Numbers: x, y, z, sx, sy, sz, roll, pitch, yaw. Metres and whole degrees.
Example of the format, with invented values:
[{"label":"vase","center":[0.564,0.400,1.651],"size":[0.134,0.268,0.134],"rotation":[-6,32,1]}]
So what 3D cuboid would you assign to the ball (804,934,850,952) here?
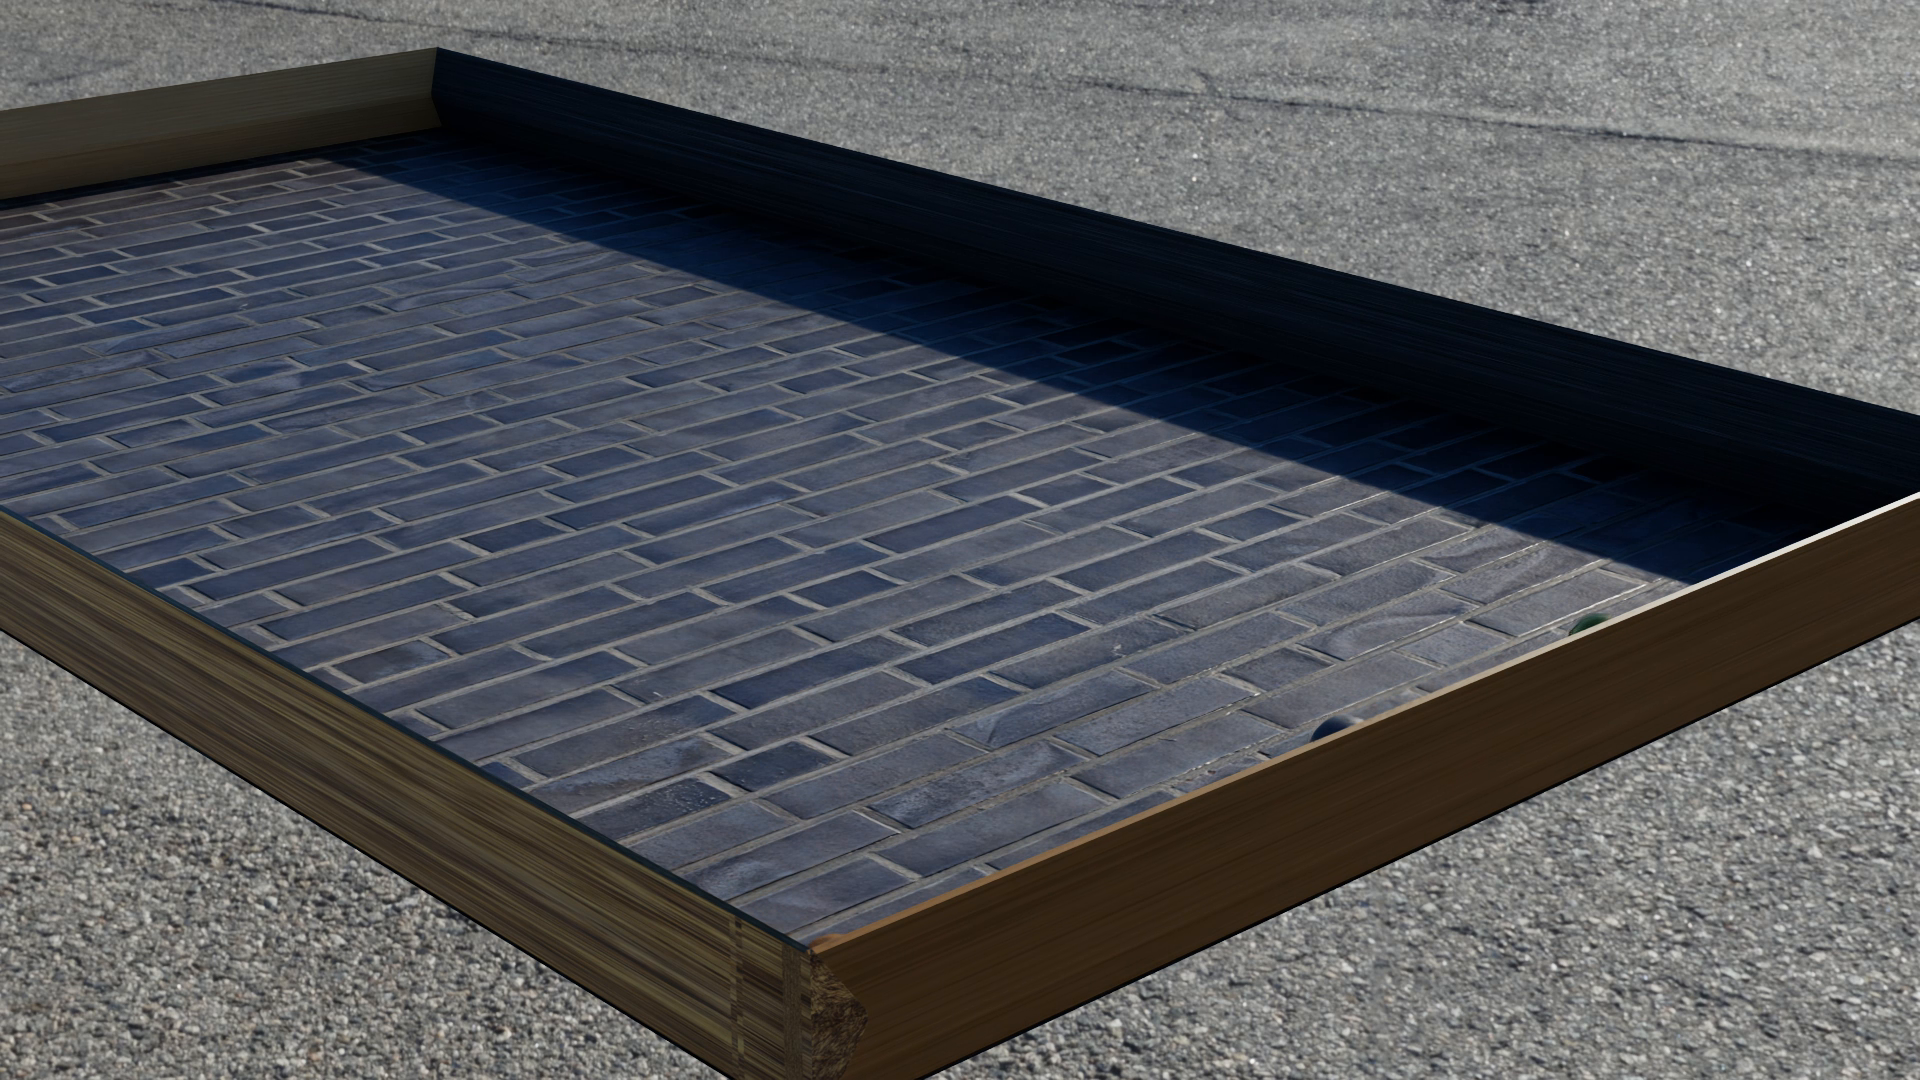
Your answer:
[{"label":"ball","center":[-0.079,0.297,1.953],"size":[0.071,0.071,0.071],"rotation":[0,20,0]}]

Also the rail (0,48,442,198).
[{"label":"rail","center":[-1.359,-0.542,4.178],"size":[1.489,0.125,0.045],"rotation":[-17,26,-39]}]

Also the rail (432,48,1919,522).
[{"label":"rail","center":[0.075,-0.369,3.703],"size":[0.045,0.125,2.725],"rotation":[-17,26,-39]}]

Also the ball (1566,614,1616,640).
[{"label":"ball","center":[0.549,0.096,2.514],"size":[0.065,0.065,0.065],"rotation":[0,20,0]}]

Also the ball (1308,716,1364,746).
[{"label":"ball","center":[0.305,0.167,2.328],"size":[0.058,0.058,0.058],"rotation":[0,20,0]}]

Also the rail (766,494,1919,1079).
[{"label":"rail","center":[0.442,0.135,2.316],"size":[1.489,0.125,0.045],"rotation":[-17,26,-39]}]

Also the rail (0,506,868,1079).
[{"label":"rail","center":[-0.992,-0.038,2.792],"size":[0.045,0.125,2.725],"rotation":[-17,26,-39]}]
